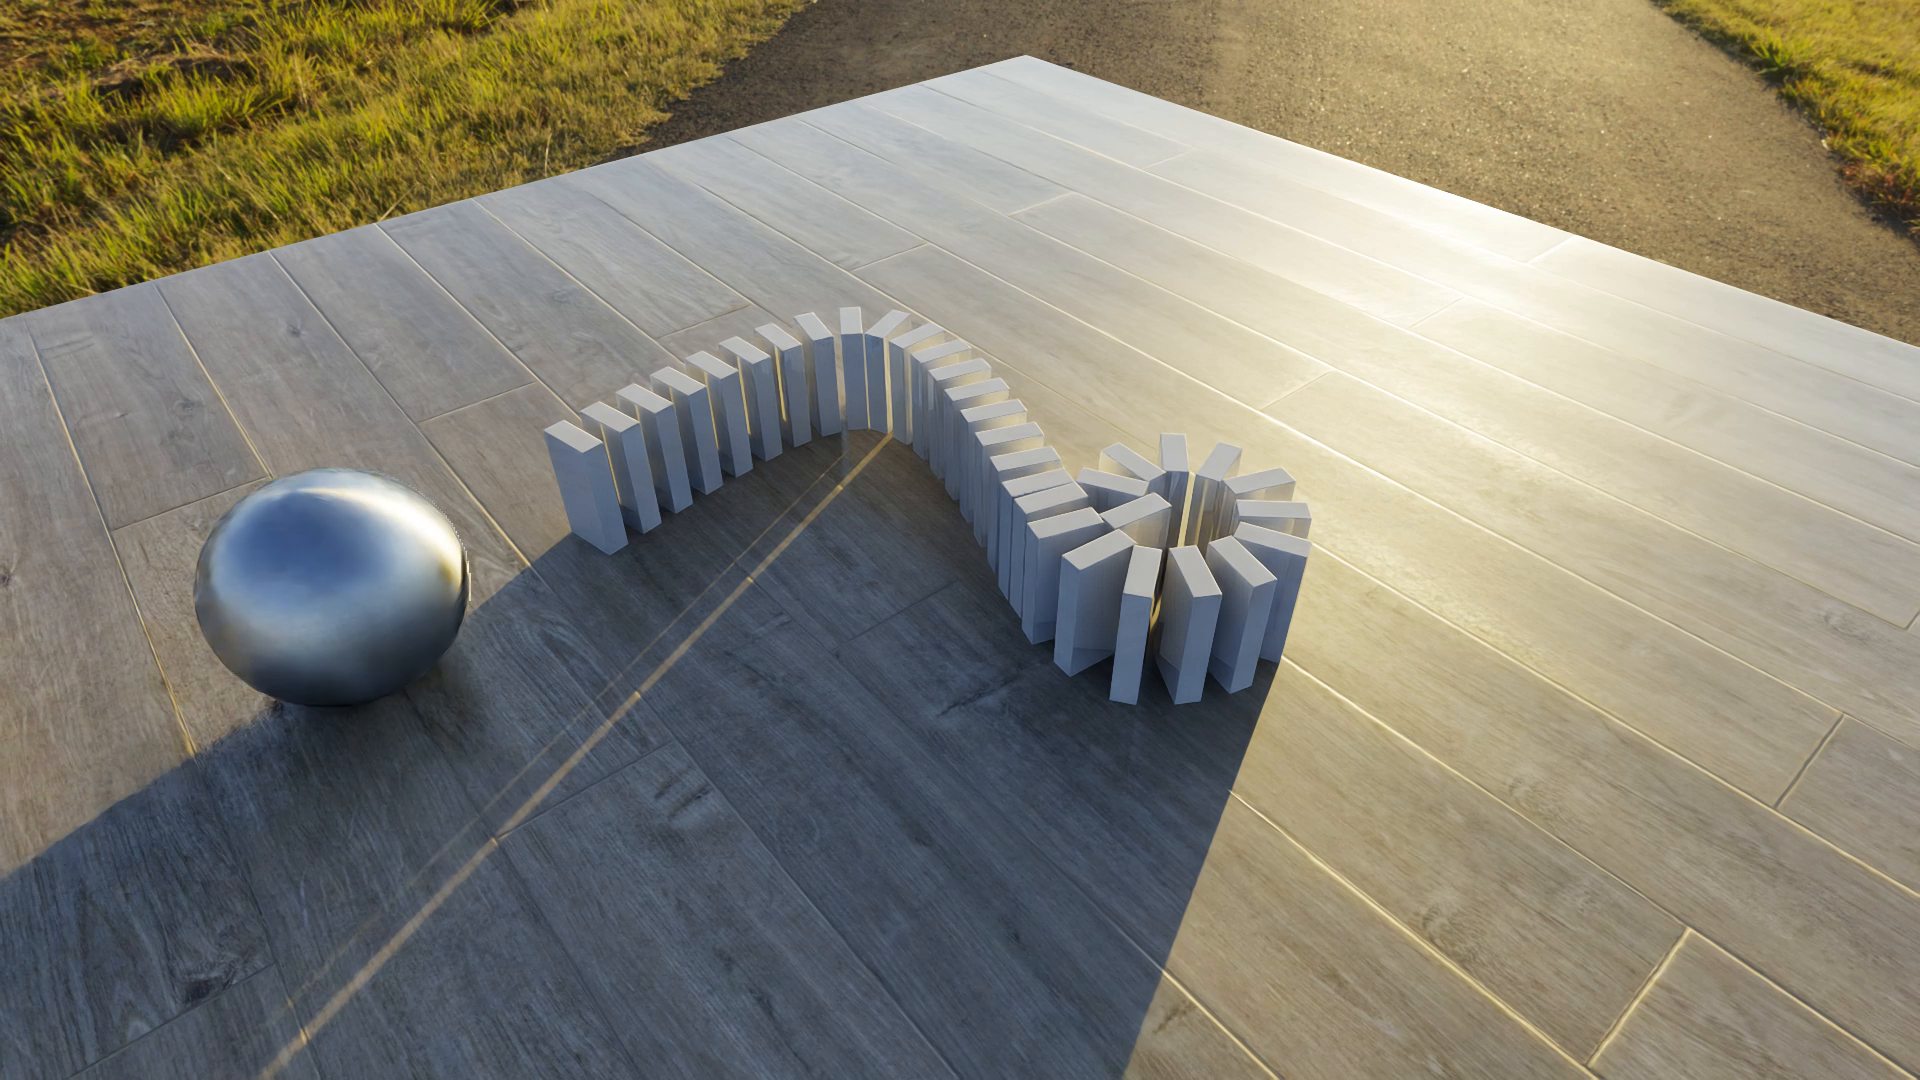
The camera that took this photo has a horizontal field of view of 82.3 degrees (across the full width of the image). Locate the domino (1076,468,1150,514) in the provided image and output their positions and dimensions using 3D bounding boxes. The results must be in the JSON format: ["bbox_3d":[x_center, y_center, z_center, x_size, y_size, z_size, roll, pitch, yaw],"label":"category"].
[{"bbox_3d":[0.055,-0.002,0.414,0.025,0.050,0.009,15,42,17],"label":"domino"}]

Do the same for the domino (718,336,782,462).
[{"bbox_3d":[-0.093,-0.062,0.487,0.009,0.050,0.025,-32,49,-33],"label":"domino"}]

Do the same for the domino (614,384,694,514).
[{"bbox_3d":[-0.127,-0.038,0.457,0.025,0.050,0.009,27,46,29],"label":"domino"}]

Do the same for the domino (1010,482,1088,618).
[{"bbox_3d":[0.032,0.004,0.406,0.025,0.050,0.010,-16,42,-19],"label":"domino"}]

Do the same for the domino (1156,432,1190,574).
[{"bbox_3d":[0.081,-0.014,0.428,0.009,0.050,0.025,4,39,4],"label":"domino"}]

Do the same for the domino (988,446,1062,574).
[{"bbox_3d":[0.024,-0.011,0.425,0.025,0.050,0.009,-12,41,-14],"label":"domino"}]

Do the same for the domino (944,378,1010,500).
[{"bbox_3d":[0.007,-0.042,0.463,0.025,0.050,0.009,-15,42,-17],"label":"domino"}]

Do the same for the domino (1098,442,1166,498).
[{"bbox_3d":[0.064,-0.010,0.423,0.009,0.050,0.025,-26,46,-28],"label":"domino"}]

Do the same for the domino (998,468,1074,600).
[{"bbox_3d":[0.028,-0.002,0.413,0.025,0.050,0.009,-14,41,-16],"label":"domino"}]

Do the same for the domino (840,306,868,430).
[{"bbox_3d":[-0.049,-0.079,0.508,0.009,0.050,0.025,-4,40,-5],"label":"domino"}]

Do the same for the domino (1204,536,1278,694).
[{"bbox_3d":[0.093,0.026,0.379,0.010,0.050,0.025,-17,42,-19],"label":"domino"}]

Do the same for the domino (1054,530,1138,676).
[{"bbox_3d":[0.047,0.022,0.384,0.025,0.050,0.010,-24,45,-26],"label":"domino"}]

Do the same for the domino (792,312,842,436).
[{"bbox_3d":[-0.065,-0.075,0.504,0.010,0.050,0.025,-18,43,-20],"label":"domino"}]

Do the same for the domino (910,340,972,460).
[{"bbox_3d":[-0.008,-0.062,0.487,0.025,0.050,0.009,-21,44,-24],"label":"domino"}]

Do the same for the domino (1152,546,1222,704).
[{"bbox_3d":[0.077,0.029,0.376,0.009,0.050,0.025,-6,40,-8],"label":"domino"}]

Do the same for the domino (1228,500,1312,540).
[{"bbox_3d":[0.110,0.009,0.401,0.025,0.050,0.010,2,39,3],"label":"domino"}]

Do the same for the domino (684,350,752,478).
[{"bbox_3d":[-0.104,-0.054,0.478,0.025,0.050,0.010,30,48,32],"label":"domino"}]

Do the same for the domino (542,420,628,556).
[{"bbox_3d":[-0.148,-0.020,0.436,0.025,0.050,0.009,27,46,29],"label":"domino"}]

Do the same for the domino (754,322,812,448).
[{"bbox_3d":[-0.080,-0.070,0.496,0.010,0.050,0.025,-27,46,-29],"label":"domino"}]

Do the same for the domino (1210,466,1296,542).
[{"bbox_3d":[0.108,-0.002,0.414,0.025,0.050,0.009,-12,41,-14],"label":"domino"}]

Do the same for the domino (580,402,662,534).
[{"bbox_3d":[-0.137,-0.029,0.447,0.025,0.050,0.009,26,46,28],"label":"domino"}]

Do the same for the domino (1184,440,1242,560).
[{"bbox_3d":[0.096,-0.010,0.424,0.010,0.050,0.025,20,43,23],"label":"domino"}]

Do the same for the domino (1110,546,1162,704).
[{"bbox_3d":[0.060,0.029,0.375,0.009,0.050,0.025,10,40,12],"label":"domino"}]

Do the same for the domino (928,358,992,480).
[{"bbox_3d":[0.000,-0.052,0.475,0.025,0.050,0.010,-17,42,-19],"label":"domino"}]

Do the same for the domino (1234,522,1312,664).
[{"bbox_3d":[0.106,0.019,0.388,0.025,0.050,0.009,17,42,20],"label":"domino"}]

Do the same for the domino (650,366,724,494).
[{"bbox_3d":[-0.116,-0.046,0.468,0.025,0.050,0.009,28,47,30],"label":"domino"}]

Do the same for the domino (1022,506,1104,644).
[{"bbox_3d":[0.036,0.013,0.395,0.025,0.050,0.009,-14,41,-17],"label":"domino"}]

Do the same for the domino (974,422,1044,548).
[{"bbox_3d":[0.019,-0.021,0.438,0.025,0.050,0.010,-12,41,-14],"label":"domino"}]

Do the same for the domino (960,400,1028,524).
[{"bbox_3d":[0.013,-0.032,0.450,0.025,0.050,0.010,-13,41,-15],"label":"domino"}]

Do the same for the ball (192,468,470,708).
[{"bbox_3d":[-0.208,0.016,0.368,0.080,0.080,0.080,0,39,0],"label":"ball"}]

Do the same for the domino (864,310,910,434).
[{"bbox_3d":[-0.032,-0.077,0.505,0.009,0.050,0.025,17,42,20],"label":"domino"}]

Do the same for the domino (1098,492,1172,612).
[{"bbox_3d":[0.061,0.009,0.401,0.025,0.050,0.010,-21,44,-24],"label":"domino"}]

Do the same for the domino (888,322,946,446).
[{"bbox_3d":[-0.019,-0.070,0.497,0.025,0.050,0.010,-31,48,-32],"label":"domino"}]
